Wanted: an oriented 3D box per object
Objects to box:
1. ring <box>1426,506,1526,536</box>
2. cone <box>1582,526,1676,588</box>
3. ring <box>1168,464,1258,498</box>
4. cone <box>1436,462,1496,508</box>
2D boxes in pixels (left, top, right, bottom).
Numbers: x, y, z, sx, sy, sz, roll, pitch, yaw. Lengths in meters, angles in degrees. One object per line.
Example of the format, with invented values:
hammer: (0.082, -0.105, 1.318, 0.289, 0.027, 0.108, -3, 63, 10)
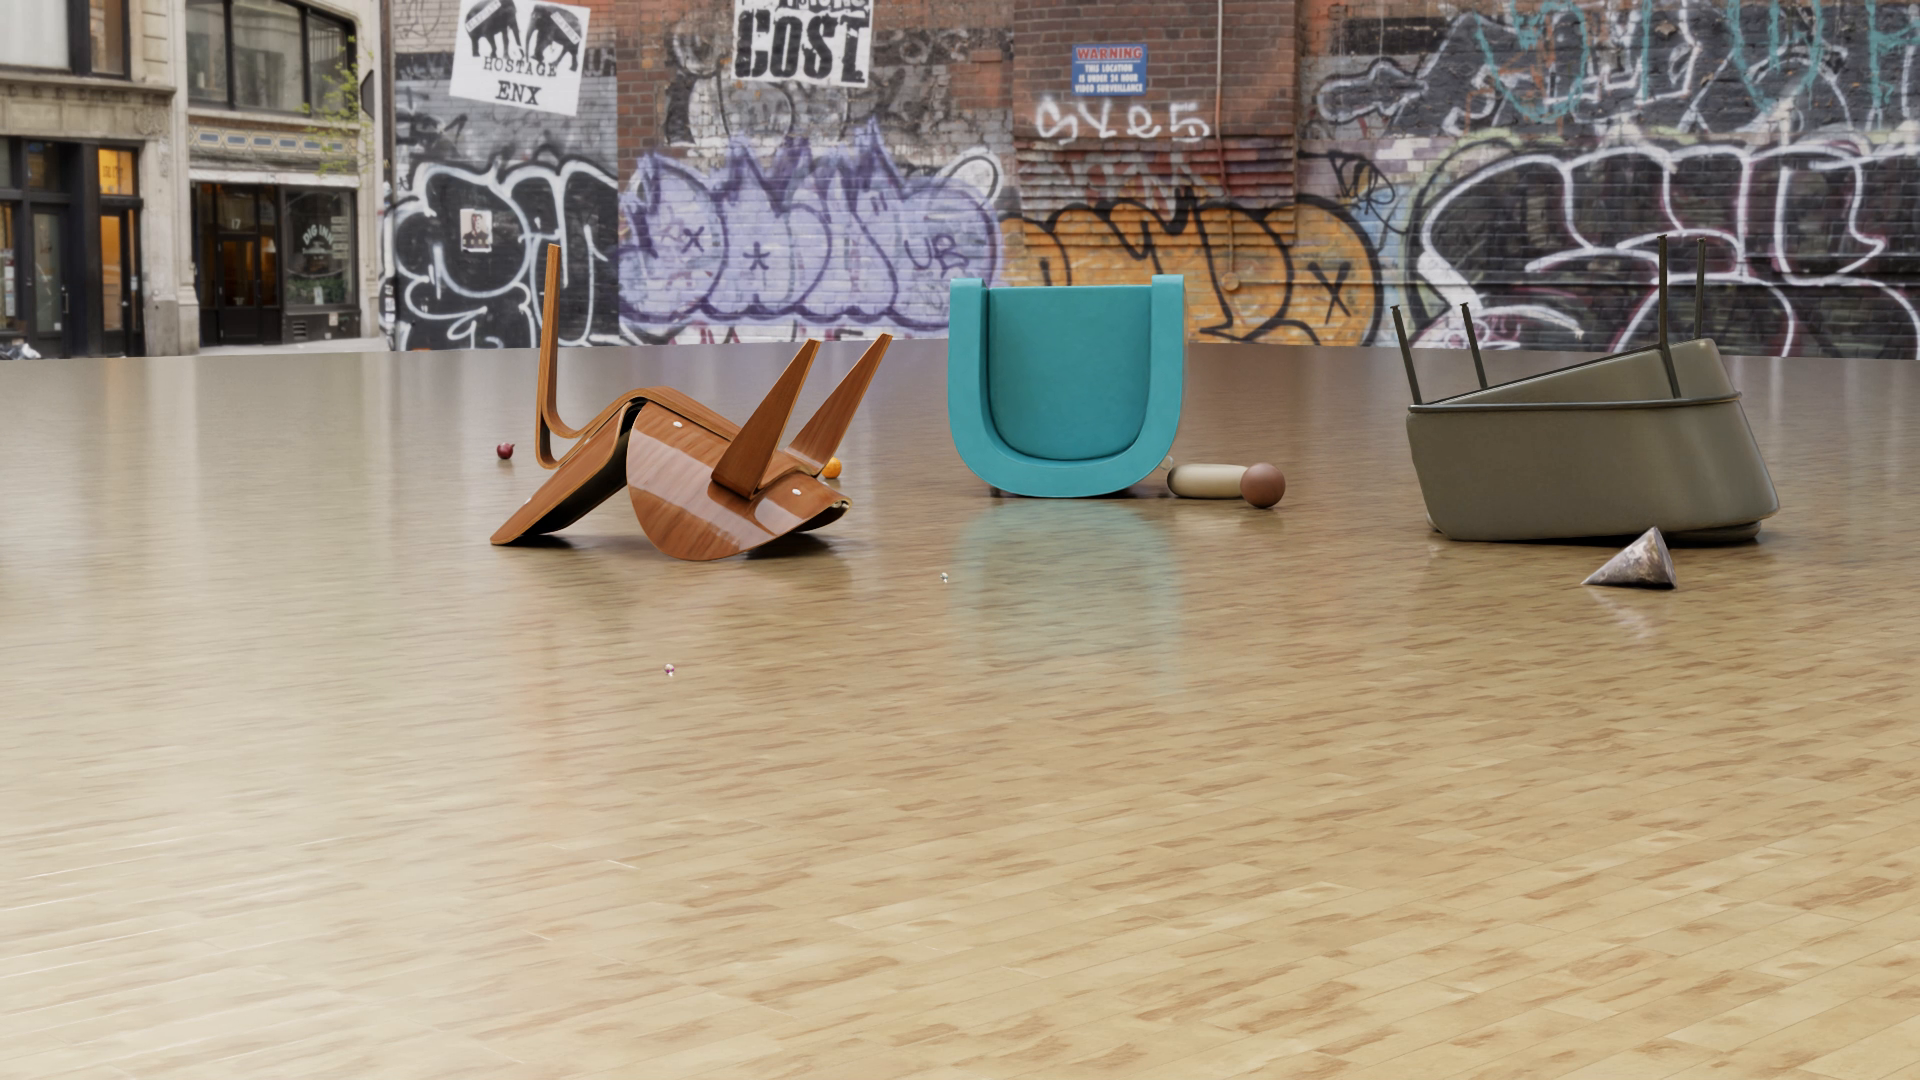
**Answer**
ring: (1.328, -0.049, 6.605, 0.218, 0.060, 0.352, -1, 5, -18)
cone: (1.413, 0.065, 5.468, 0.185, 0.133, 0.157, -20, -24, 21)
ring: (0.755, -0.176, 7.679, 0.272, 0.092, 0.264, 4, 6, 30)
cone: (1.412, -0.099, 7.002, 0.154, 0.168, 0.197, 30, -23, -3)
